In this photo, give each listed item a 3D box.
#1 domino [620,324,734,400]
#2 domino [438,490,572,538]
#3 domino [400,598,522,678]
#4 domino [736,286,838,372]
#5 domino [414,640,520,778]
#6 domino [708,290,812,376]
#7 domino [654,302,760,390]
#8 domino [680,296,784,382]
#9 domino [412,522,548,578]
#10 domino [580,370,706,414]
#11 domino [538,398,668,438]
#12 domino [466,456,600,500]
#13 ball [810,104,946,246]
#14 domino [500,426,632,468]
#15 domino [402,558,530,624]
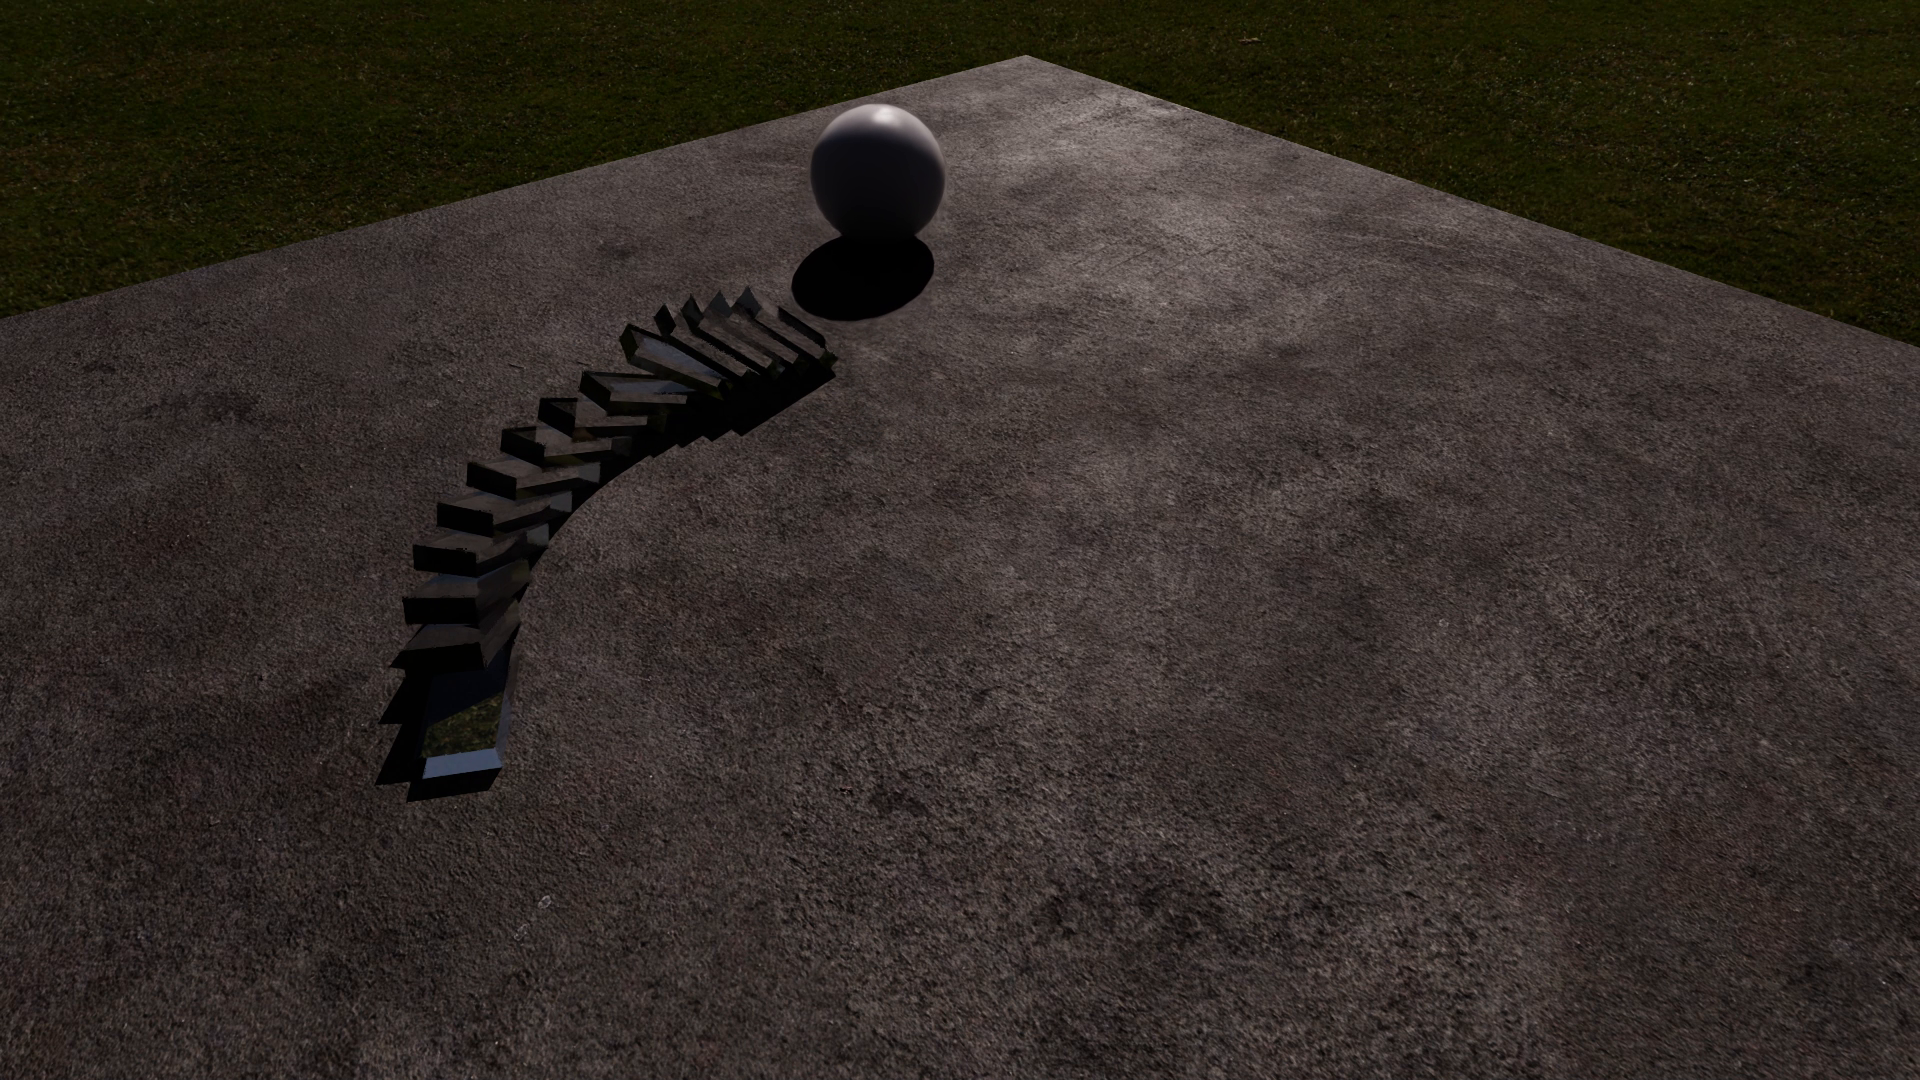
[{"bbox_3d":[-0.135,-0.085,0.525,0.050,0.010,0.025,19,24,-38],"label":"domino"},{"bbox_3d":[-0.182,-0.013,0.443,0.025,0.010,0.050,11,15,13],"label":"domino"},{"bbox_3d":[-0.174,0.033,0.387,0.025,0.010,0.050,-6,15,-7],"label":"domino"},{"bbox_3d":[-0.085,-0.104,0.545,0.050,0.009,0.025,29,18,-42],"label":"domino"},{"bbox_3d":[-0.167,0.057,0.374,0.025,0.010,0.050,-7,40,-9],"label":"domino"},{"bbox_3d":[-0.098,-0.101,0.542,0.050,0.010,0.025,29,18,-42],"label":"domino"},{"bbox_3d":[-0.122,-0.093,0.532,0.050,0.010,0.025,29,18,-42],"label":"domino"},{"bbox_3d":[-0.111,-0.098,0.538,0.050,0.010,0.025,29,18,-42],"label":"domino"},{"bbox_3d":[-0.184,0.002,0.425,0.025,0.009,0.050,7,14,8],"label":"domino"},{"bbox_3d":[-0.147,-0.068,0.510,0.025,0.010,0.050,33,24,34],"label":"domino"},{"bbox_3d":[-0.160,-0.055,0.495,0.025,0.010,0.050,26,21,29],"label":"domino"},{"bbox_3d":[-0.178,-0.028,0.461,0.025,0.010,0.050,16,16,18],"label":"domino"},{"bbox_3d":[-0.048,-0.215,0.650,0.080,0.080,0.080,0,39,0],"label":"ball"},{"bbox_3d":[-0.170,-0.042,0.478,0.025,0.010,0.050,21,18,23],"label":"domino"},{"bbox_3d":[-0.181,0.018,0.406,0.025,0.009,0.050,0,15,0],"label":"domino"}]
